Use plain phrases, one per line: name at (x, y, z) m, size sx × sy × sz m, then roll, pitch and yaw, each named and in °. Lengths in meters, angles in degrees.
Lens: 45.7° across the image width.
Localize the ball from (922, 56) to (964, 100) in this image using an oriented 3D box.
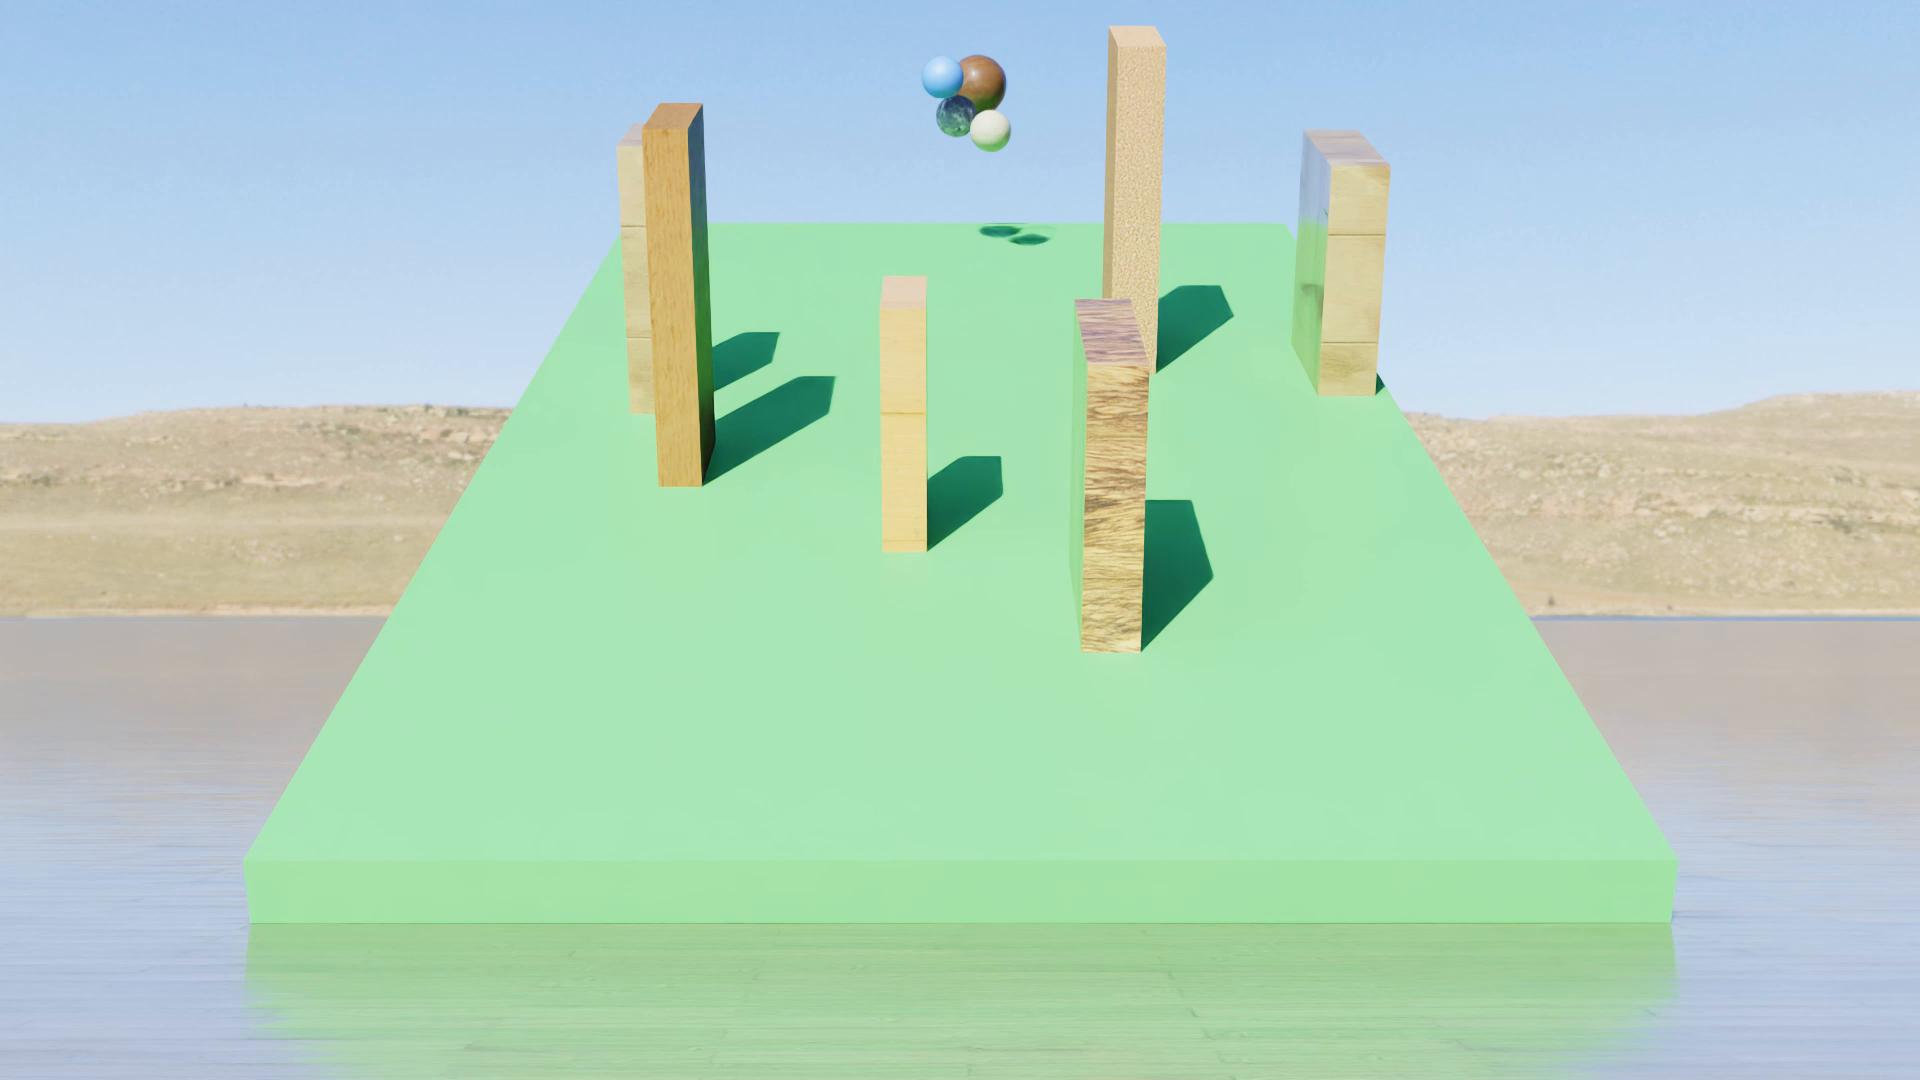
ball at (-0.048, -1.276, 6.281) m, size 0.117 × 0.117 × 0.117 m, roll 0°, pitch -2°, yaw 0°

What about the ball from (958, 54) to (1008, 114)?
ball at (0.051, -1.331, 6.655) m, size 0.173 × 0.173 × 0.173 m, roll 0°, pitch -2°, yaw 0°

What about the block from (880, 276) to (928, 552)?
block at (-0.105, -0.241, 4.327) m, size 0.084 × 0.471 × 0.248 m, roll 0°, pitch 21°, yaw 0°

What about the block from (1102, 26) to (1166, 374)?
block at (0.410, -0.811, 5.420) m, size 0.109 × 0.768 × 0.328 m, roll 0°, pitch 21°, yaw 0°

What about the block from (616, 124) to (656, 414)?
block at (-0.692, -0.613, 5.125) m, size 0.093 × 0.601 × 0.277 m, roll 0°, pitch 21°, yaw 0°

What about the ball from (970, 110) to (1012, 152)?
ball at (0.085, -1.138, 6.333) m, size 0.117 × 0.117 × 0.117 m, roll 0°, pitch -2°, yaw 0°

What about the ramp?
ramp at (-0.005, -0.212, 5.060) m, size 2.000 × 0.100 × 4.000 m, roll 0°, pitch 21°, yaw 0°

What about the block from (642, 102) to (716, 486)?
block at (-0.570, -0.501, 4.649) m, size 0.088 × 0.729 × 0.294 m, roll 0°, pitch 21°, yaw 0°

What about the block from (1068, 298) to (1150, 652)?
block at (0.255, -0.120, 3.960) m, size 0.100 × 0.504 × 0.427 m, roll 0°, pitch 21°, yaw 0°

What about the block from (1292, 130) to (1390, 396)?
block at (0.889, -0.658, 5.349) m, size 0.132 × 0.533 × 0.439 m, roll 0°, pitch 21°, yaw 0°

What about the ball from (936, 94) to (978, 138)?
ball at (-0.010, -1.197, 6.426) m, size 0.118 × 0.118 × 0.118 m, roll 0°, pitch -2°, yaw 0°
